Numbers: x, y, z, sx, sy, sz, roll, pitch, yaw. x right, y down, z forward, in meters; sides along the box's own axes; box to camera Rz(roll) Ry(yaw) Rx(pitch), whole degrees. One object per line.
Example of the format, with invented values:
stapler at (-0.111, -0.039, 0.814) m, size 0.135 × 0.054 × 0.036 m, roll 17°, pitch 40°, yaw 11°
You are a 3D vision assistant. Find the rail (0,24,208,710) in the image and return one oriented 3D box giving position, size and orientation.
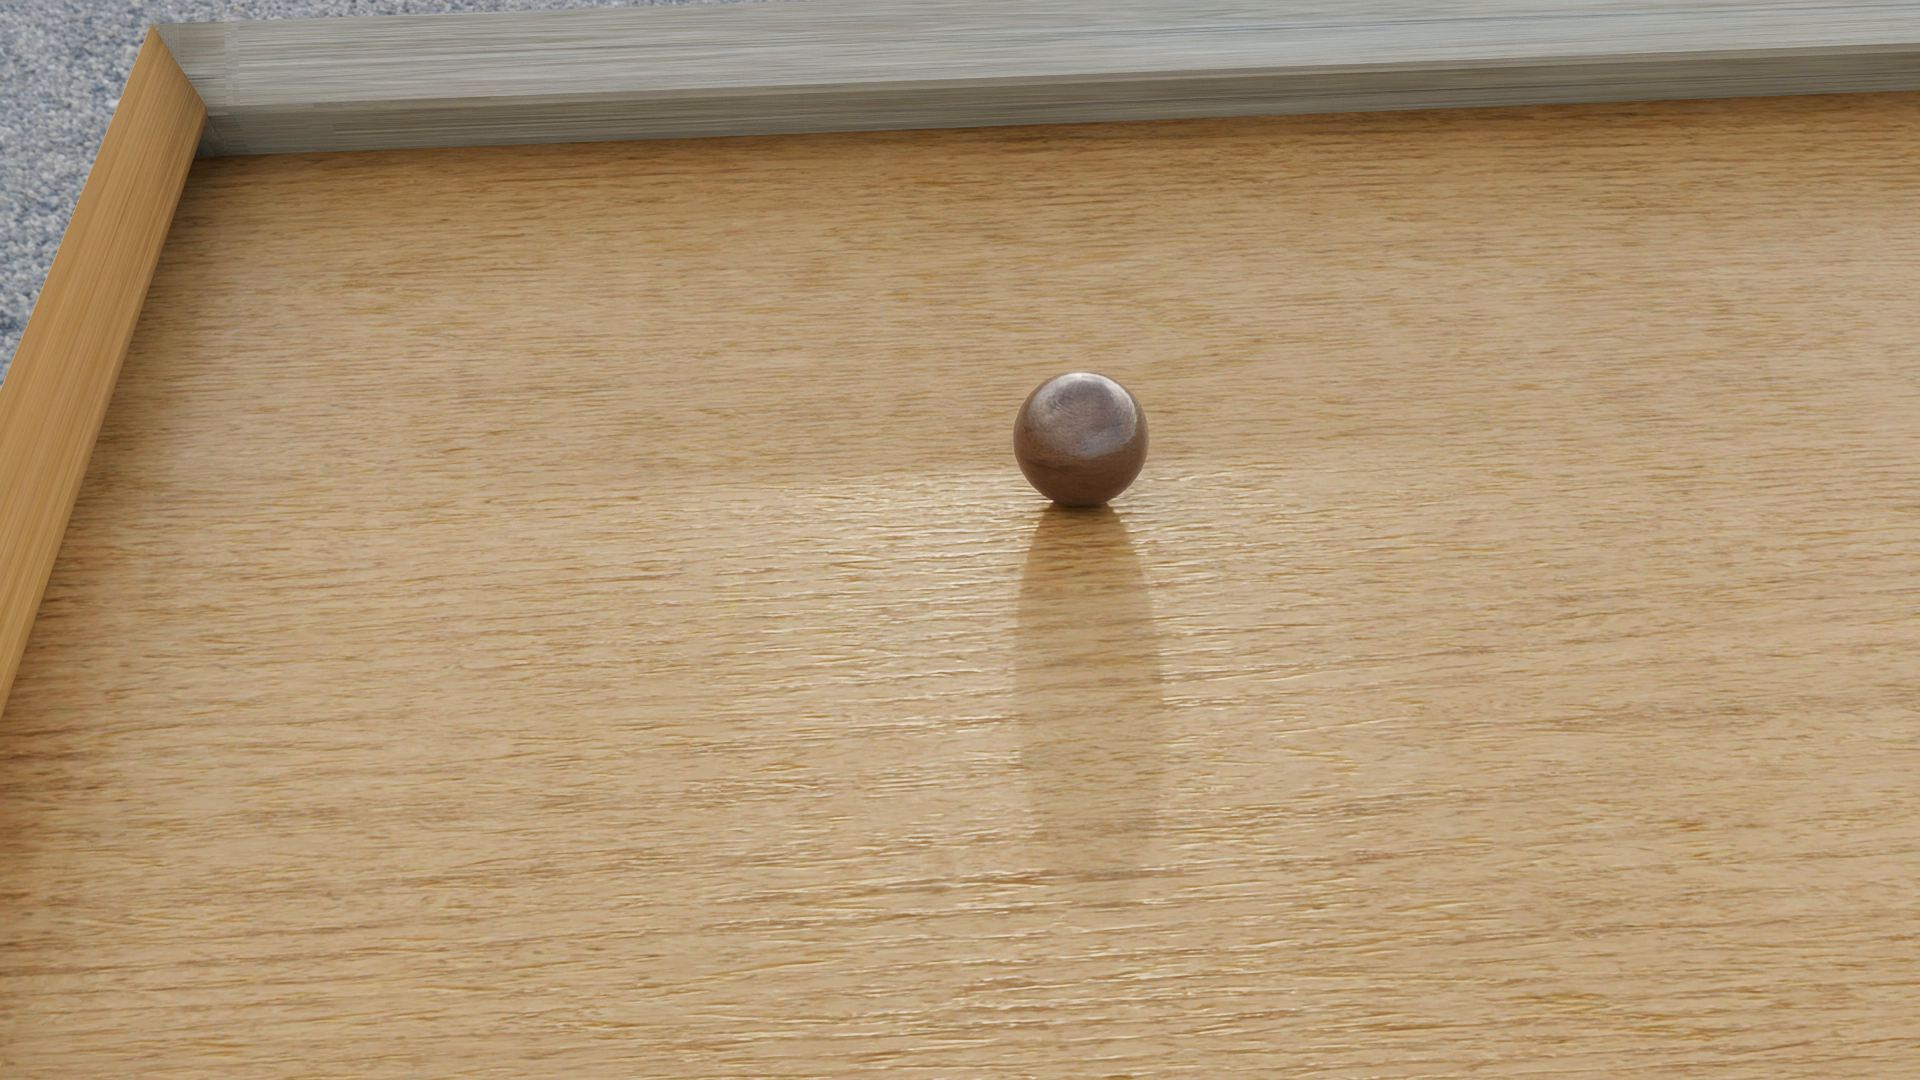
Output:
rail at (-0.622, 0.011, 1.698) m, size 0.045 × 0.127 × 1.427 m, roll -3°, pitch 35°, yaw -4°

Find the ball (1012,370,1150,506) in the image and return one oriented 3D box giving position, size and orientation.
ball at (0.087, -0.073, 1.844) m, size 0.098 × 0.098 × 0.098 m, roll 0°, pitch 35°, yaw 0°

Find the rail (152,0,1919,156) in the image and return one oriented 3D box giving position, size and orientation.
rail at (0.587, -0.450, 2.349) m, size 2.594 × 0.127 × 0.045 m, roll -3°, pitch 35°, yaw -4°
